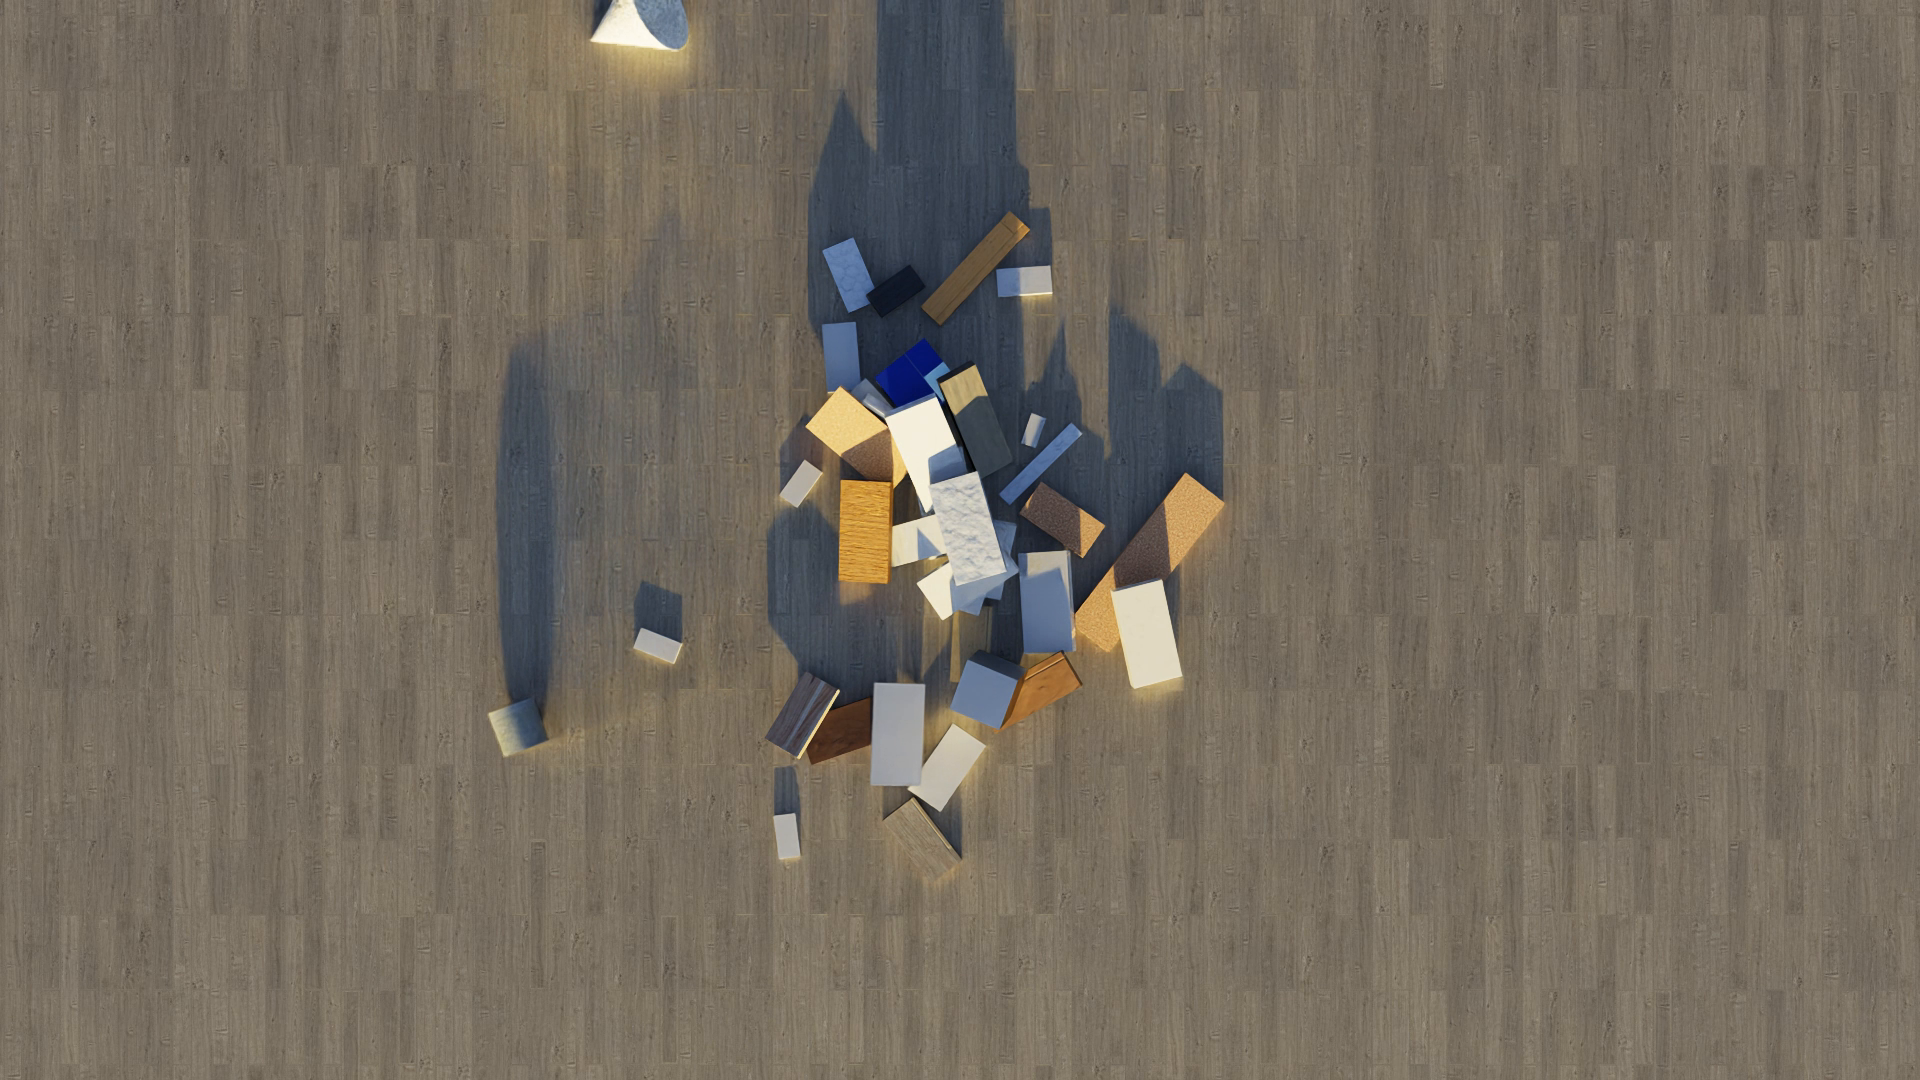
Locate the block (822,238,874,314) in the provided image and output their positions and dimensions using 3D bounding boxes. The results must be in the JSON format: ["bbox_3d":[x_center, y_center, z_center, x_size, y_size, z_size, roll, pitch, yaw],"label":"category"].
[{"bbox_3d":[-0.362,-0.878,5.484,0.112,0.032,0.224,-23,90,0],"label":"block"}]

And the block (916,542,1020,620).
[{"bbox_3d":[0.026,0.117,5.369,0.299,0.042,0.149,-33,100,11],"label":"block"}]

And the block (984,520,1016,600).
[{"bbox_3d":[0.096,0.061,5.442,0.129,0.037,0.258,10,105,-6],"label":"block"}]

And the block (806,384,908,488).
[{"bbox_3d":[-0.315,-0.328,5.437,0.352,0.050,0.176,40,100,-7],"label":"block"}]

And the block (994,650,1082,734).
[{"bbox_3d":[0.228,0.500,5.438,0.333,0.037,0.132,-31,90,15],"label":"block"}]

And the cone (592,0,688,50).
[{"bbox_3d":[-1.106,-1.703,5.434,0.295,0.295,0.295,-16,90,27],"label":"cone"}]

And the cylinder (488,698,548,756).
[{"bbox_3d":[-1.451,0.614,5.425,0.151,0.151,0.151,-21,90,0],"label":"cylinder"}]

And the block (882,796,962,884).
[{"bbox_3d":[-0.125,0.996,5.481,0.132,0.037,0.265,-37,90,0],"label":"block"}]

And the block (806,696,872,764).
[{"bbox_3d":[-0.375,0.626,5.479,0.299,0.042,0.149,-19,90,0],"label":"block"}]

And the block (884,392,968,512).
[{"bbox_3d":[-0.095,-0.280,5.310,0.176,0.050,0.352,-22,114,3],"label":"block"}]

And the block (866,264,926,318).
[{"bbox_3d":[-0.214,-0.825,5.468,0.180,0.026,0.090,-36,93,-11],"label":"block"}]

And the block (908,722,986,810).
[{"bbox_3d":[-0.044,0.753,5.481,0.132,0.037,0.265,35,90,0],"label":"block"}]

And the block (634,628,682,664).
[{"bbox_3d":[-1.005,0.351,5.490,0.144,0.020,0.072,22,90,0],"label":"block"}]

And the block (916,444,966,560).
[{"bbox_3d":[-0.047,-0.125,5.434,0.176,0.050,0.352,-11,104,0],"label":"block"}]

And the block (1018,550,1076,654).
[{"bbox_3d":[0.288,0.205,5.451,0.166,0.047,0.332,-4,90,19],"label":"block"}]

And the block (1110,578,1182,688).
[{"bbox_3d":[0.614,0.307,5.440,0.166,0.047,0.332,-14,99,-7],"label":"block"}]

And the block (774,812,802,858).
[{"bbox_3d":[-0.575,0.984,5.490,0.072,0.020,0.144,-7,90,0],"label":"block"}]

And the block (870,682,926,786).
[{"bbox_3d":[-0.207,0.639,5.435,0.167,0.047,0.334,2,87,-7],"label":"block"}]

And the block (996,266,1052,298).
[{"bbox_3d":[0.213,-0.860,5.487,0.180,0.026,0.090,-4,90,0],"label":"block"}]

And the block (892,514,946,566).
[{"bbox_3d":[-0.130,-0.003,5.412,0.258,0.037,0.129,-15,91,34],"label":"block"}]

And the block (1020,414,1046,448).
[{"bbox_3d":[0.245,-0.364,5.493,0.052,0.015,0.104,20,90,0],"label":"block"}]

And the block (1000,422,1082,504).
[{"bbox_3d":[0.267,-0.253,5.493,0.340,0.015,0.052,-45,90,0],"label":"block"}]

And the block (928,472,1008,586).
[{"bbox_3d":[0.025,-0.038,5.292,0.167,0.047,0.334,-16,91,8],"label":"block"}]

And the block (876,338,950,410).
[{"bbox_3d":[-0.131,-0.505,5.398,0.205,0.205,0.205,-39,90,0],"label":"block"}]

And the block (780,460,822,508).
[{"bbox_3d":[-0.529,-0.187,5.490,0.072,0.020,0.144,36,90,0],"label":"block"}]

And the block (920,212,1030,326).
[{"bbox_3d":[0.050,-0.902,5.487,0.090,0.026,0.436,43,90,0],"label":"block"}]

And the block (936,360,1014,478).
[{"bbox_3d":[0.051,-0.386,5.355,0.129,0.037,0.404,-29,128,-7],"label":"block"}]

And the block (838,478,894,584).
[{"bbox_3d":[-0.310,-0.030,5.438,0.167,0.047,0.334,3,98,12],"label":"block"}]

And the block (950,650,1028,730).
[{"bbox_3d":[0.095,0.484,5.356,0.176,0.176,0.176,22,102,10],"label":"block"}]

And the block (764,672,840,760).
[{"bbox_3d":[-0.521,0.577,5.444,0.129,0.037,0.258,28,79,12],"label":"block"}]

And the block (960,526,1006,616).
[{"bbox_3d":[0.036,0.085,5.403,0.149,0.042,0.299,18,105,-1],"label":"block"}]

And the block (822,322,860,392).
[{"bbox_3d":[-0.393,-0.607,5.484,0.112,0.032,0.224,-5,90,0],"label":"block"}]

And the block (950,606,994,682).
[{"bbox_3d":[0.038,0.345,5.482,0.129,0.037,0.258,3,90,0],"label":"block"}]

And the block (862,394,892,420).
[{"bbox_3d":[-0.270,-0.437,5.423,0.104,0.052,0.015,32,127,-8],"label":"block"}]

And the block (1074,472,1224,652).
[{"bbox_3d":[0.619,0.075,5.476,0.166,0.047,0.627,38,90,0],"label":"block"}]

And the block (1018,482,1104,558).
[{"bbox_3d":[0.338,-0.068,5.482,0.258,0.037,0.129,35,90,0],"label":"block"}]

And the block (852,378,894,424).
[{"bbox_3d":[-0.278,-0.417,5.467,0.112,0.032,0.224,-43,98,1],"label":"block"}]
